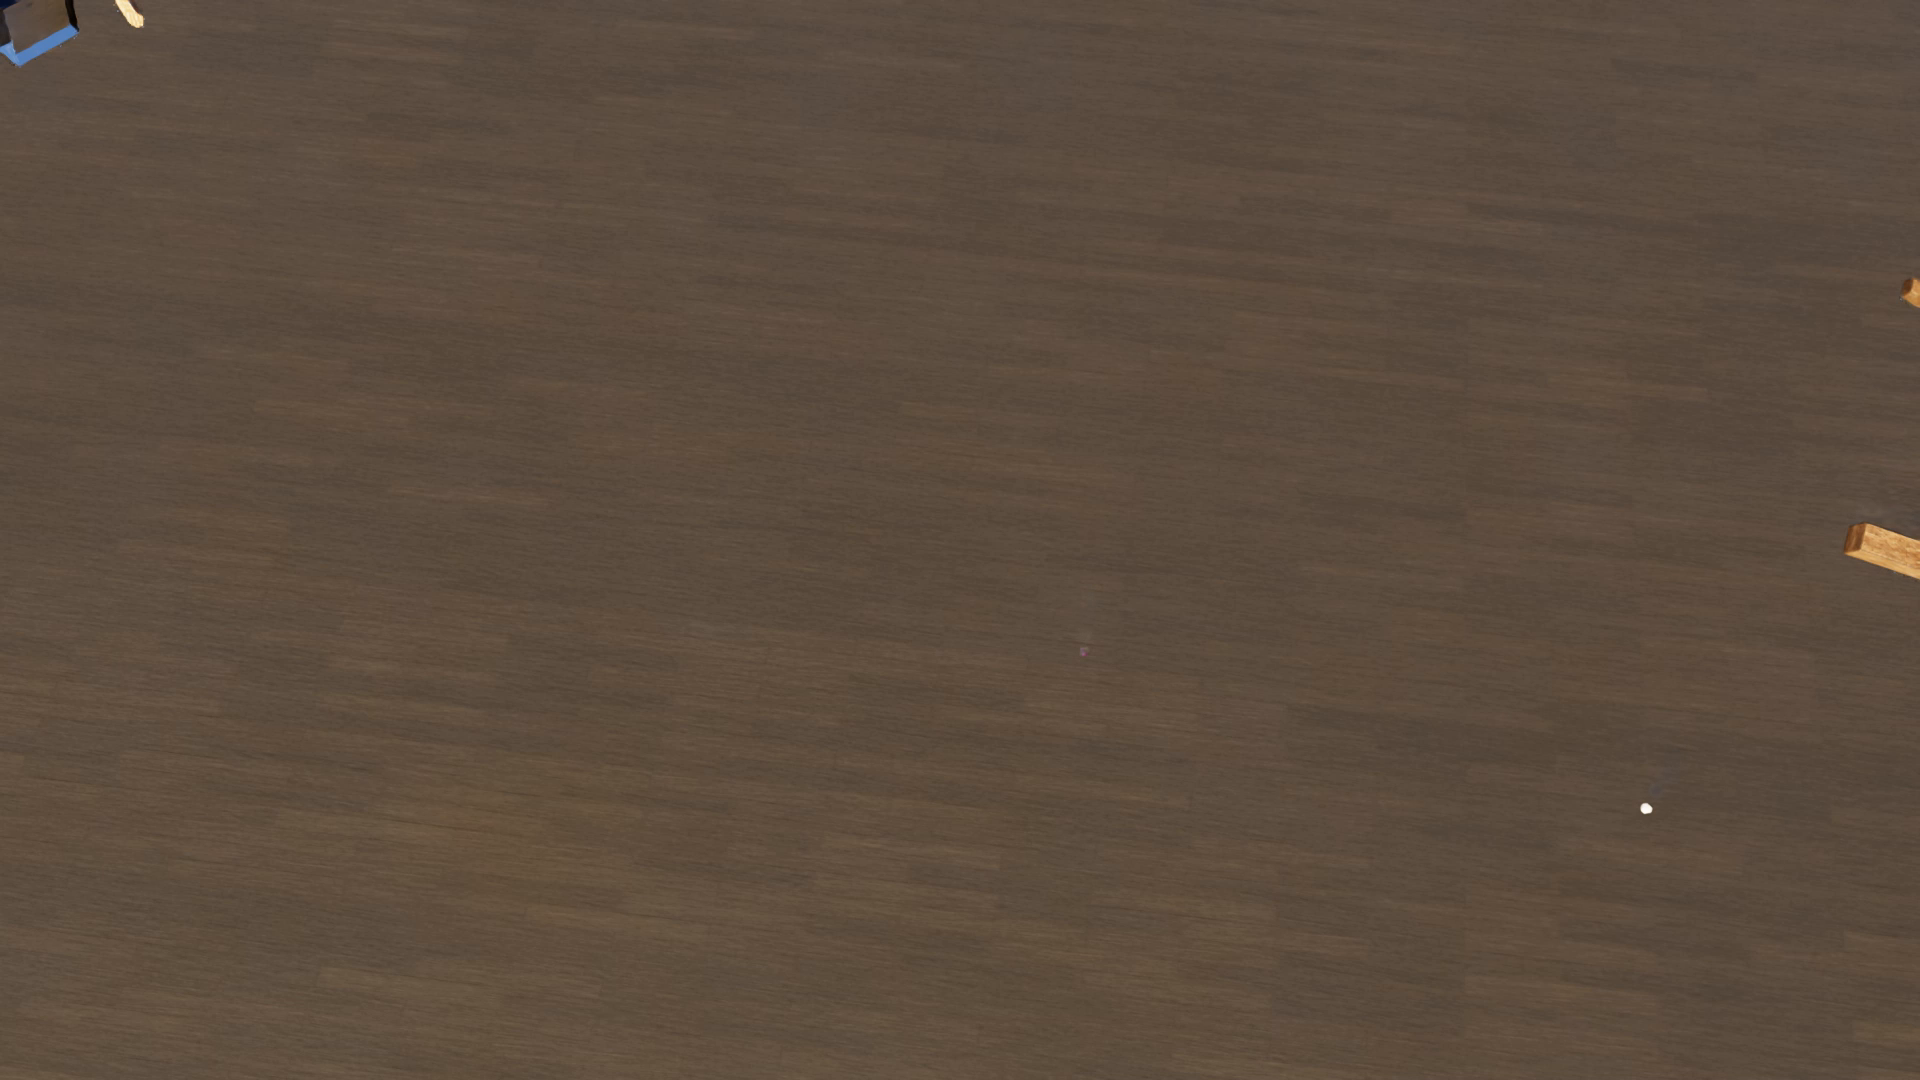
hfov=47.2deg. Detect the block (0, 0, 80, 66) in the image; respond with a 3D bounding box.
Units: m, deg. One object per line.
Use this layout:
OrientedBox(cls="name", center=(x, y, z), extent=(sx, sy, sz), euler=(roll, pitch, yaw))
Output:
OrientedBox(cls="block", center=(-1.513, -0.860, 3.584), extent=(0.054, 0.124, 0.120), euler=(38, 59, 15))
